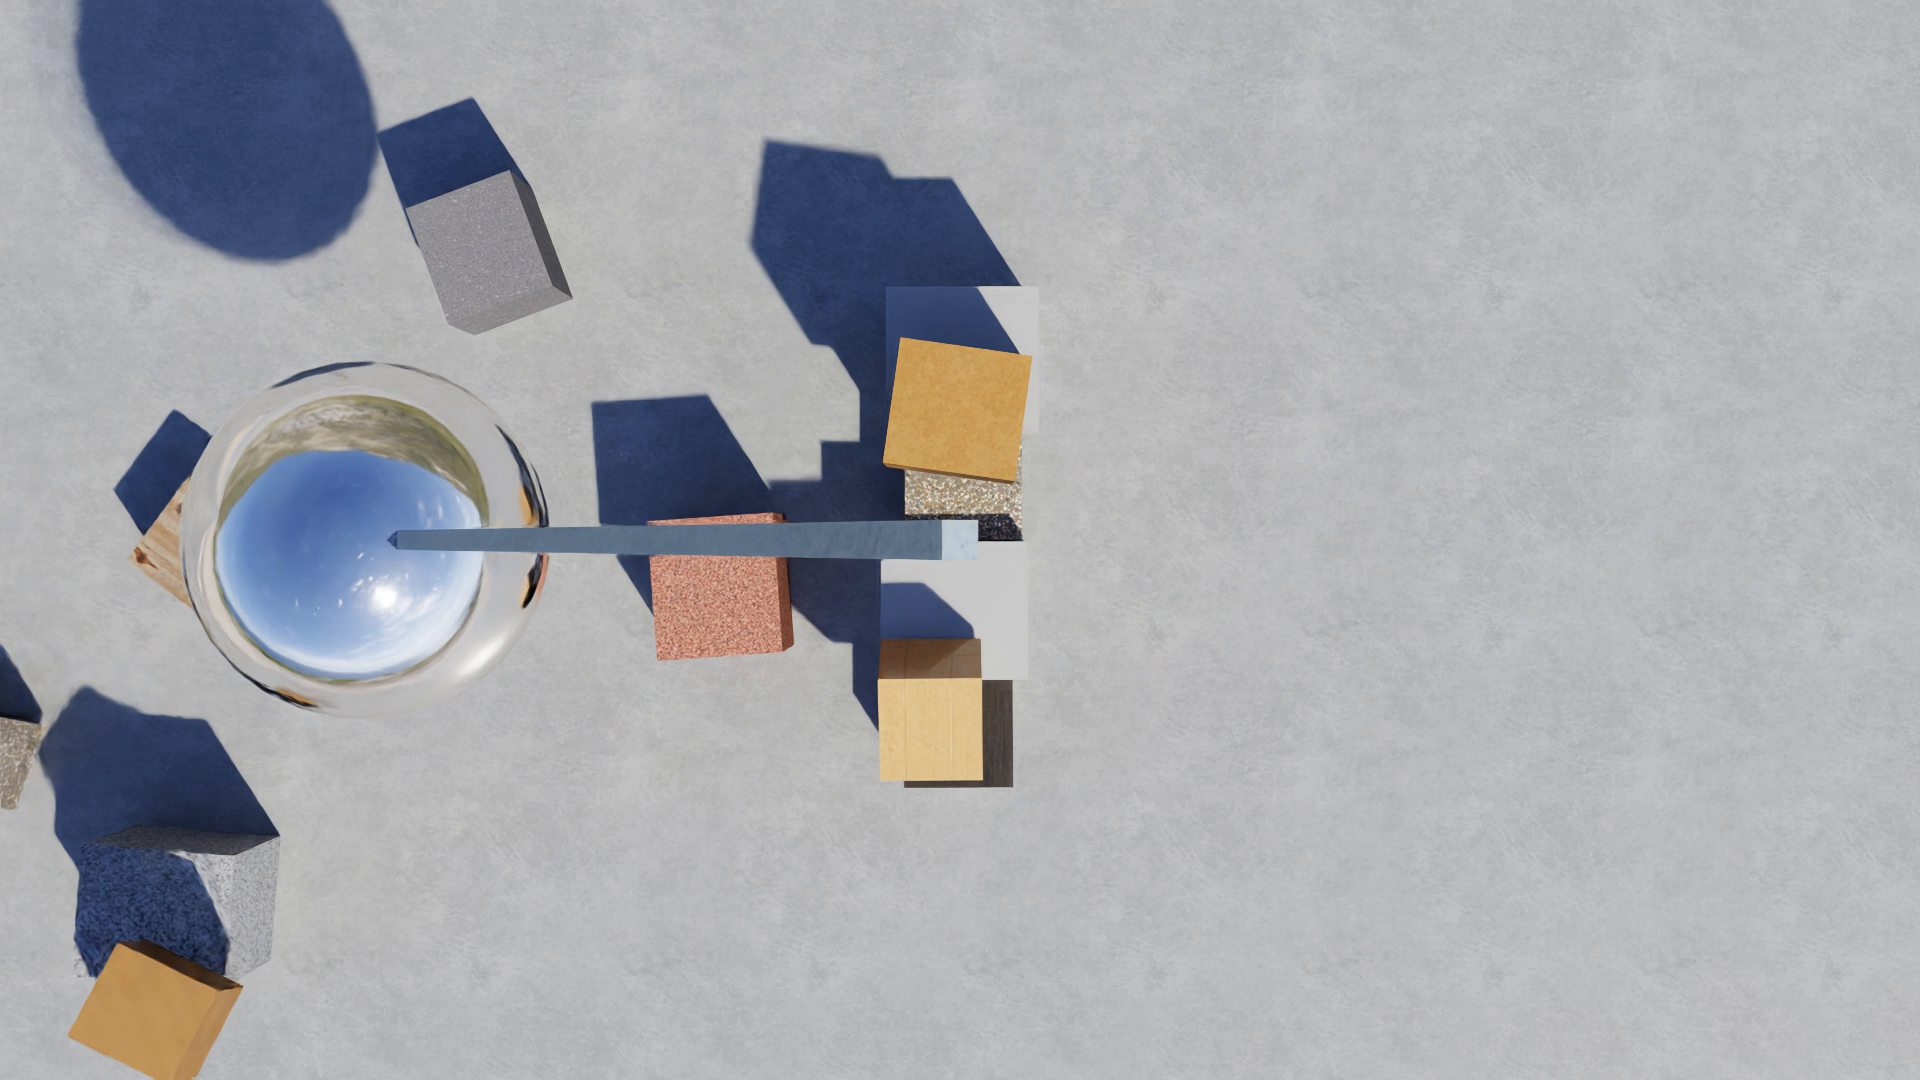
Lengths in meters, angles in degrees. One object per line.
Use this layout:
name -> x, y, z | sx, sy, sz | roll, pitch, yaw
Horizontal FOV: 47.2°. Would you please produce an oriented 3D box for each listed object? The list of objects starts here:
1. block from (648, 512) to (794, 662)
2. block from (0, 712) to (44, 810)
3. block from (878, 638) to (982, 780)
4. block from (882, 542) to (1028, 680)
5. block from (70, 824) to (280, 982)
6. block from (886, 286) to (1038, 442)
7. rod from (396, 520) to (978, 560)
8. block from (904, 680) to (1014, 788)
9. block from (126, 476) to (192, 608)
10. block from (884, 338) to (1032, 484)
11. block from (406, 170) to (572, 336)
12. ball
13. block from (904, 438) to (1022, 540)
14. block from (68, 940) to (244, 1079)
block -> -1.353, 0.258, 12.567 | 0.694, 0.866, 0.773 | -4, 90, 0
block -> -5.701, 1.222, 12.666 | 0.498, 0.494, 0.510 | 15, 81, 7
block -> -0.157, 0.923, 12.030 | 0.552, 0.558, 0.596 | -1, 110, 0
block -> -0.030, 0.394, 12.637 | 0.819, 0.725, 0.772 | 0, 90, 0
block -> -4.467, 2.080, 12.581 | 0.845, 0.838, 0.737 | 5, 90, 0
block -> 0.013, -0.988, 12.544 | 0.838, 0.912, 0.811 | 0, 90, 0
rod -> -1.140, 0.000, 6.722 | 0.080, 5.200, 0.080 | 0, 90, -26
block -> -0.009, 1.093, 12.696 | 0.617, 0.607, 0.606 | 0, 90, 0
block -> -4.324, 0.051, 12.748 | 0.589, 0.504, 0.601 | 36, 90, 0
block -> -0.012, -0.677, 11.741 | 0.691, 0.695, 0.655 | 8, 90, 0
block -> -2.698, -1.642, 12.666 | 0.623, 0.668, 0.692 | -20, 90, 0
ball -> -2.630, 0.000, 9.778 | 1.600, 1.600, 1.600 | 0, 90, 0
block -> 0.019, -0.289, 12.733 | 0.664, 0.534, 0.568 | 0, 90, 0
block -> -4.267, 2.503, 11.694 | 0.586, 0.526, 0.531 | 26, 80, 0
